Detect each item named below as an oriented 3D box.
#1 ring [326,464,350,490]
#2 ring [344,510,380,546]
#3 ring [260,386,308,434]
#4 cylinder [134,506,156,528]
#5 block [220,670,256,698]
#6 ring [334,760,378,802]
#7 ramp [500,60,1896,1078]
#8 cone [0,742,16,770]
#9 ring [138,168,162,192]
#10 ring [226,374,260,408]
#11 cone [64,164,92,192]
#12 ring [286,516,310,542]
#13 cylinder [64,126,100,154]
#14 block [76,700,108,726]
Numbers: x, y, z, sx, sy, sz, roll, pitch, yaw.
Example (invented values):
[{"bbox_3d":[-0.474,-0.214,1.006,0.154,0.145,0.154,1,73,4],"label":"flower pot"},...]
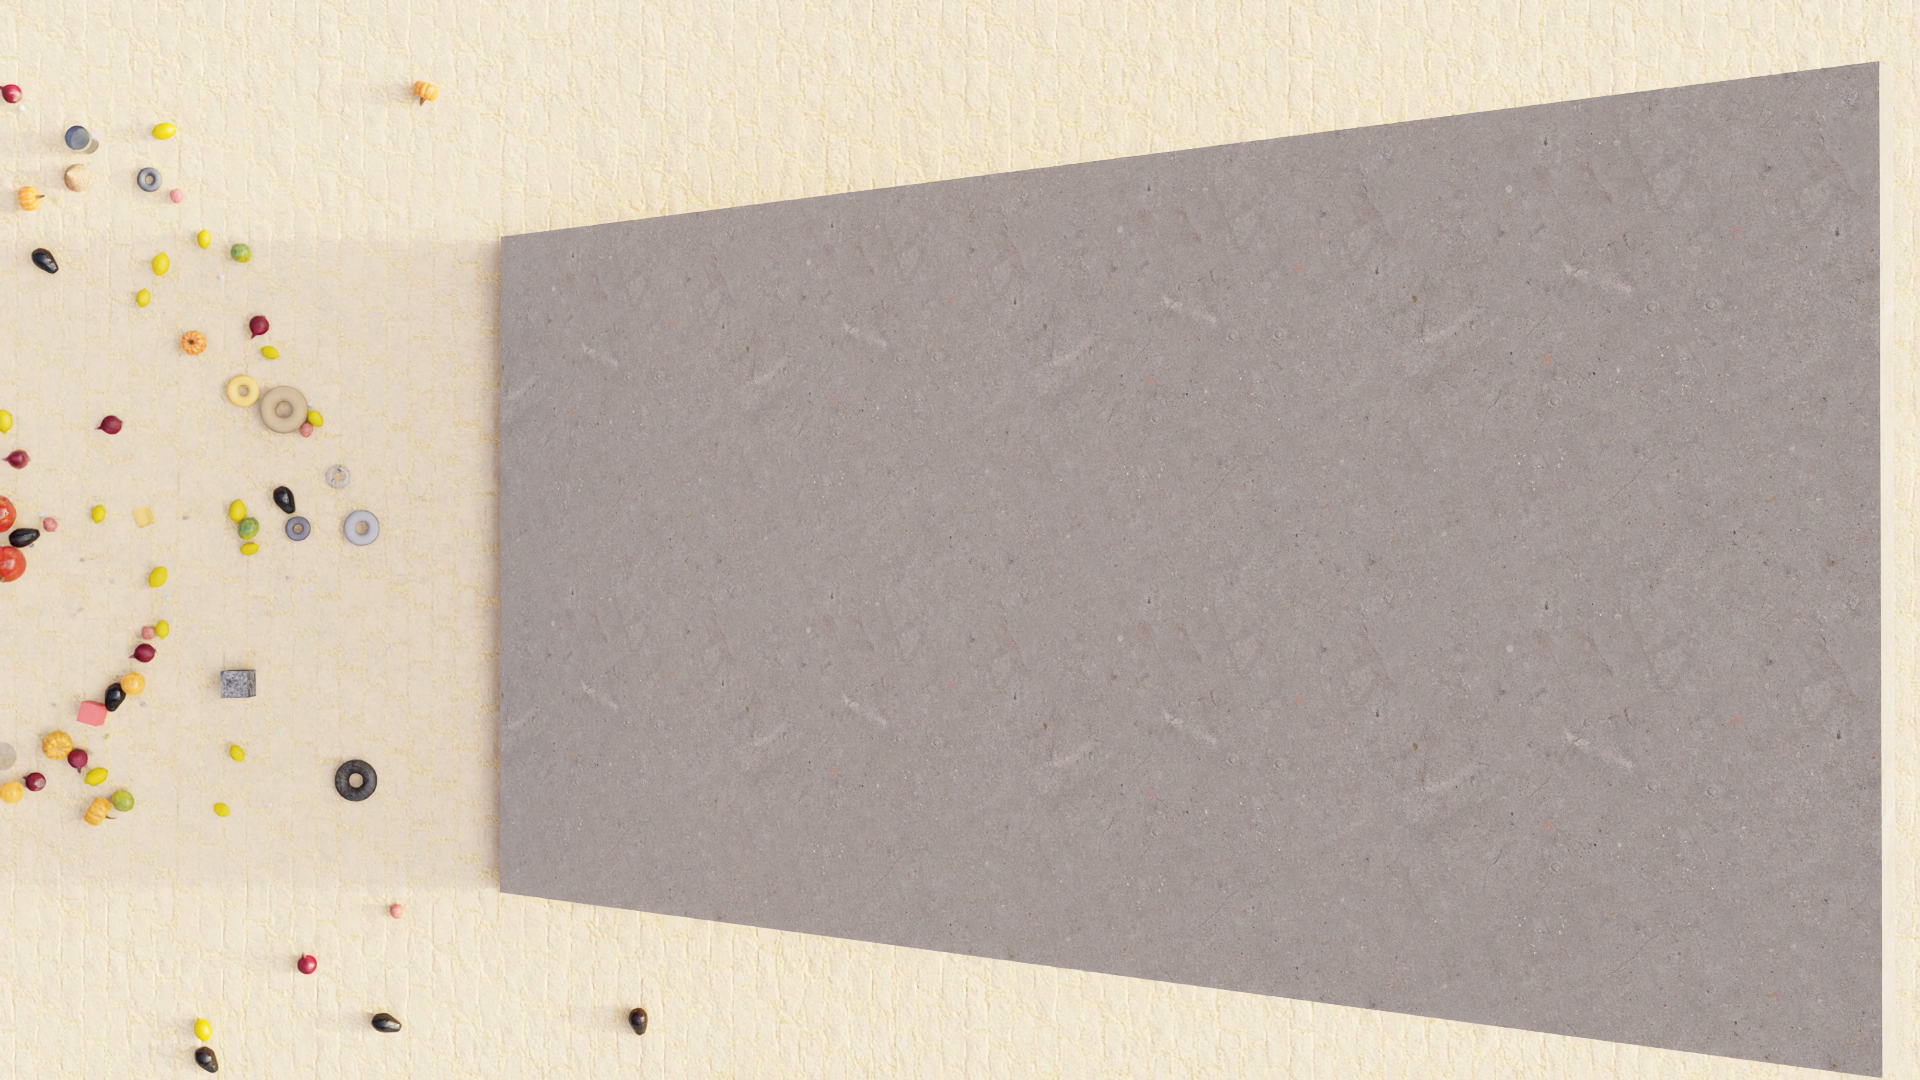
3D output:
[{"bbox_3d":[-1.916,-0.194,6.775,0.078,0.026,0.078,0,90,-1],"label":"ring"},{"bbox_3d":[-1.842,-0.037,6.768,0.112,0.037,0.112,0,89,1],"label":"ring"},{"bbox_3d":[-2.080,-0.401,6.765,0.149,0.050,0.149,0,88,0],"label":"ring"},{"bbox_3d":[-2.505,-0.073,6.761,0.052,0.052,0.052,-23,90,0],"label":"cylinder"},{"bbox_3d":[-2.212,0.441,6.742,0.082,0.082,0.082,-1,90,0],"label":"block"},{"bbox_3d":[-1.857,0.739,6.760,0.131,0.044,0.131,0,90,-1],"label":"ring"},{"bbox_3d":[0.234,0.065,5.554,4.000,0.100,2.000,0,89,37],"label":"ramp"},{"bbox_3d":[-2.954,0.667,6.737,0.088,0.088,0.088,0,90,0],"label":"cone"},{"bbox_3d":[-2.499,-1.111,6.782,0.077,0.026,0.077,0,91,0],"label":"ring"},{"bbox_3d":[-2.209,-0.459,6.773,0.101,0.034,0.101,0,90,-1],"label":"ring"},{"bbox_3d":[-2.725,-1.119,6.750,0.089,0.089,0.089,0,90,0],"label":"cone"},{"bbox_3d":[-2.039,-0.035,6.774,0.078,0.026,0.078,0,88,0],"label":"ring"},{"bbox_3d":[-2.697,-1.229,6.757,0.076,0.076,0.076,0,90,0],"label":"cylinder"},{"bbox_3d":[-2.662,0.532,6.751,0.062,0.062,0.062,16,90,0],"label":"block"}]
